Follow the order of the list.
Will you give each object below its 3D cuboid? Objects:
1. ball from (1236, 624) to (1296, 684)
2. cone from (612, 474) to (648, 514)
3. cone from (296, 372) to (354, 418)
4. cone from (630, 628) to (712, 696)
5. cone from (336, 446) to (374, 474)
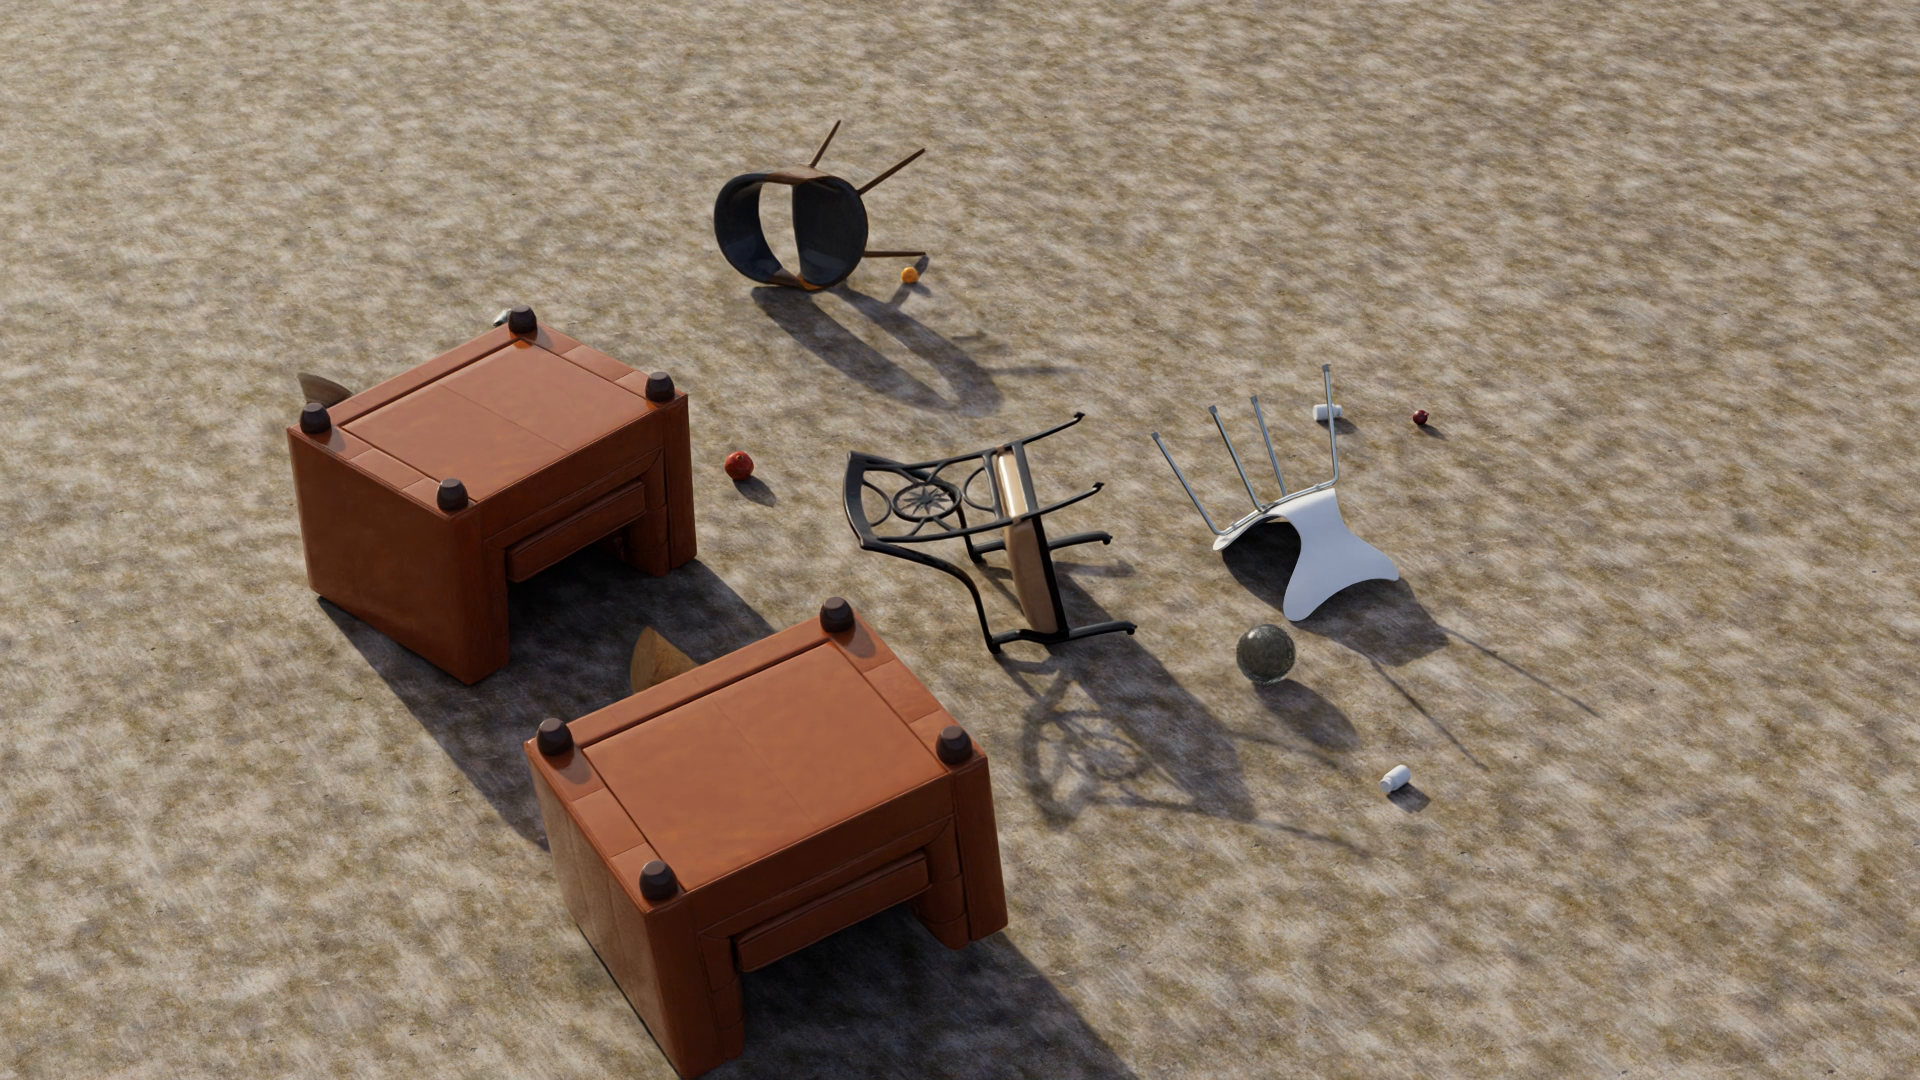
[{"bbox_3d":[1.059,0.396,10.154,0.209,0.209,0.209,0,33,0],"label":"ball"},{"bbox_3d":[-1.214,-0.151,11.108,0.156,0.187,0.136,-37,76,11],"label":"cone"},{"bbox_3d":[-2.559,-0.551,11.698,0.250,0.236,0.144,9,73,38],"label":"cone"},{"bbox_3d":[-0.976,0.448,10.166,0.263,0.234,0.256,13,39,-25],"label":"cone"},{"bbox_3d":[-2.361,-0.321,11.382,0.146,0.110,0.156,10,7,-23],"label":"cone"}]
